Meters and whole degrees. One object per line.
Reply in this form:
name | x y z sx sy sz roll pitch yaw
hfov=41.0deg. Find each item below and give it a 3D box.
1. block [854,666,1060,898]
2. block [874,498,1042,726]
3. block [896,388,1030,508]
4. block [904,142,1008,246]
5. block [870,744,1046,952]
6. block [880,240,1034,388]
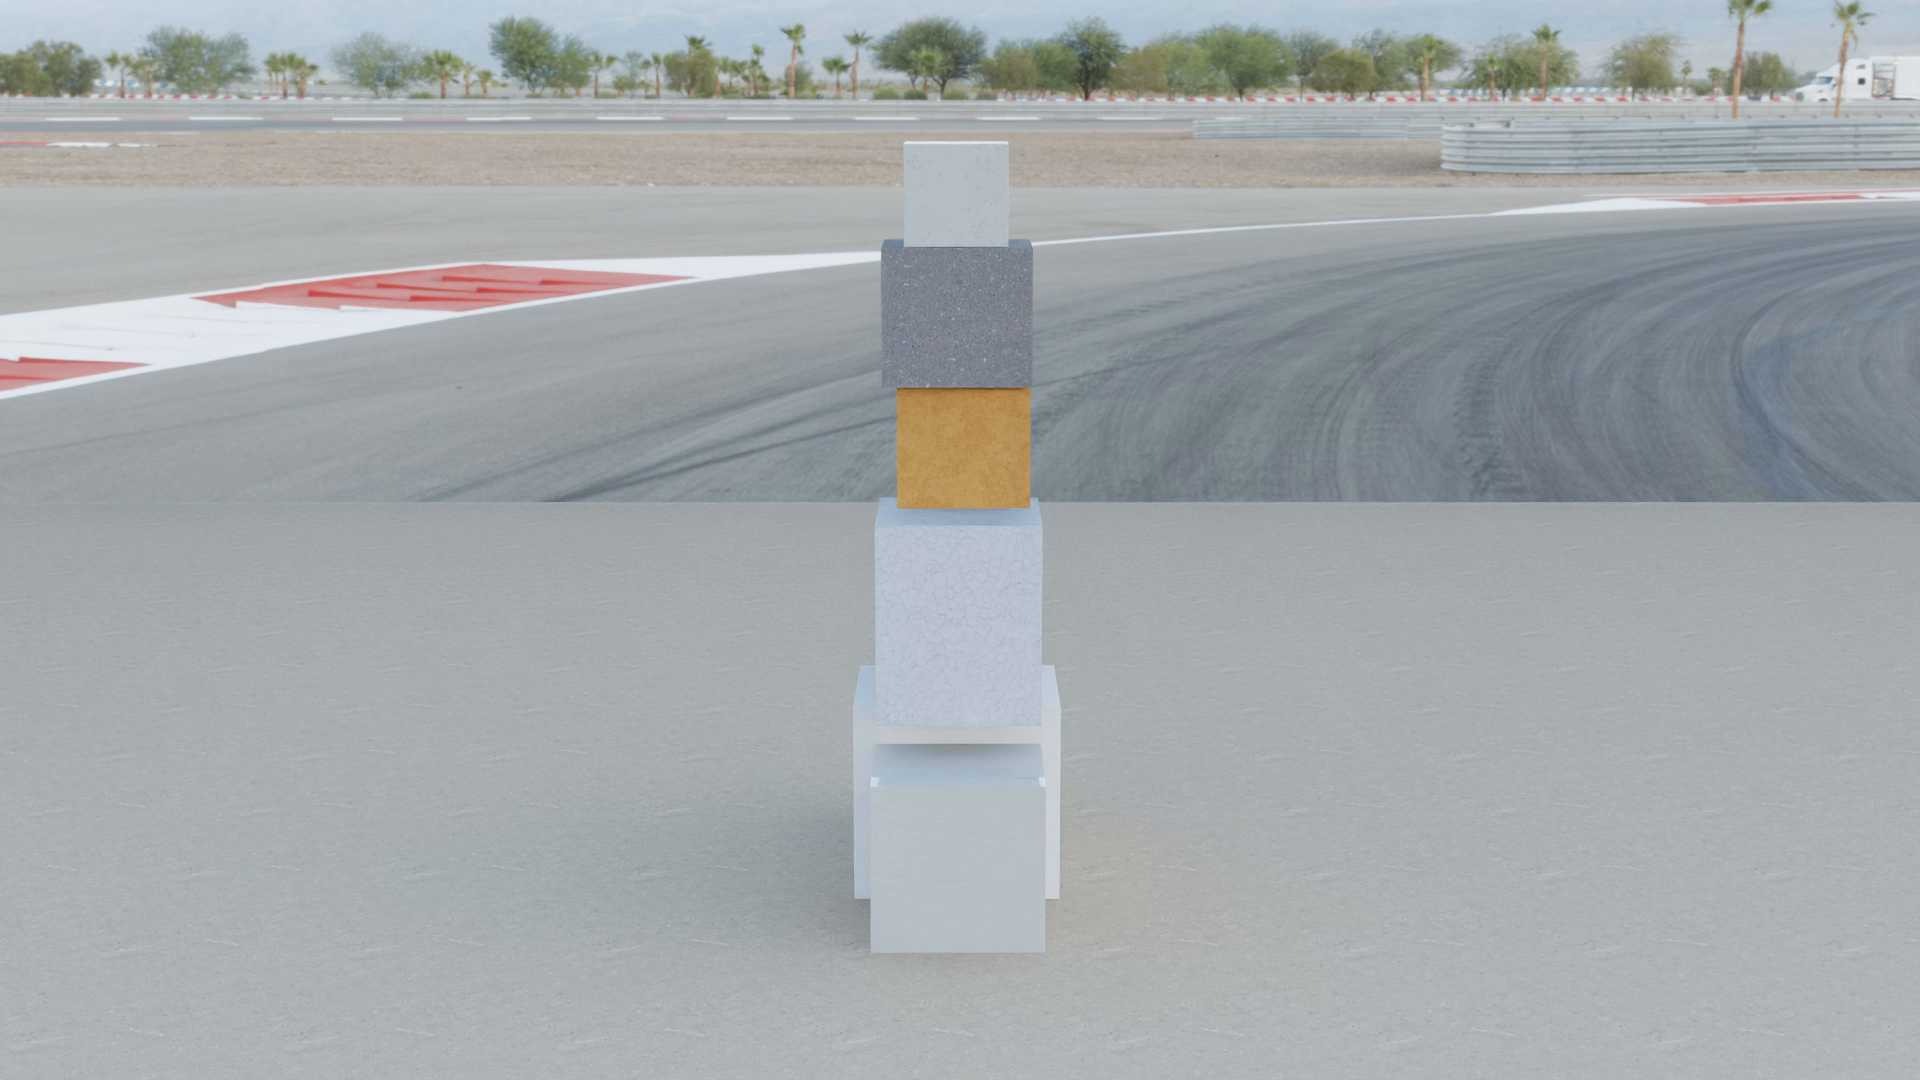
block | -0.013 1.059 11.383 0.883 0.844 0.814 0 10 0
block | -0.005 0.292 10.893 0.685 0.840 0.714 0 10 0
block | 0.016 -0.437 11.101 0.563 0.519 0.514 0 10 0
block | -0.016 -1.475 10.912 0.438 0.426 0.406 0 10 0
block | -0.008 1.268 10.654 0.705 0.693 0.676 0 10 0
block | -0.013 -0.979 11.002 0.632 0.582 0.593 0 10 0
